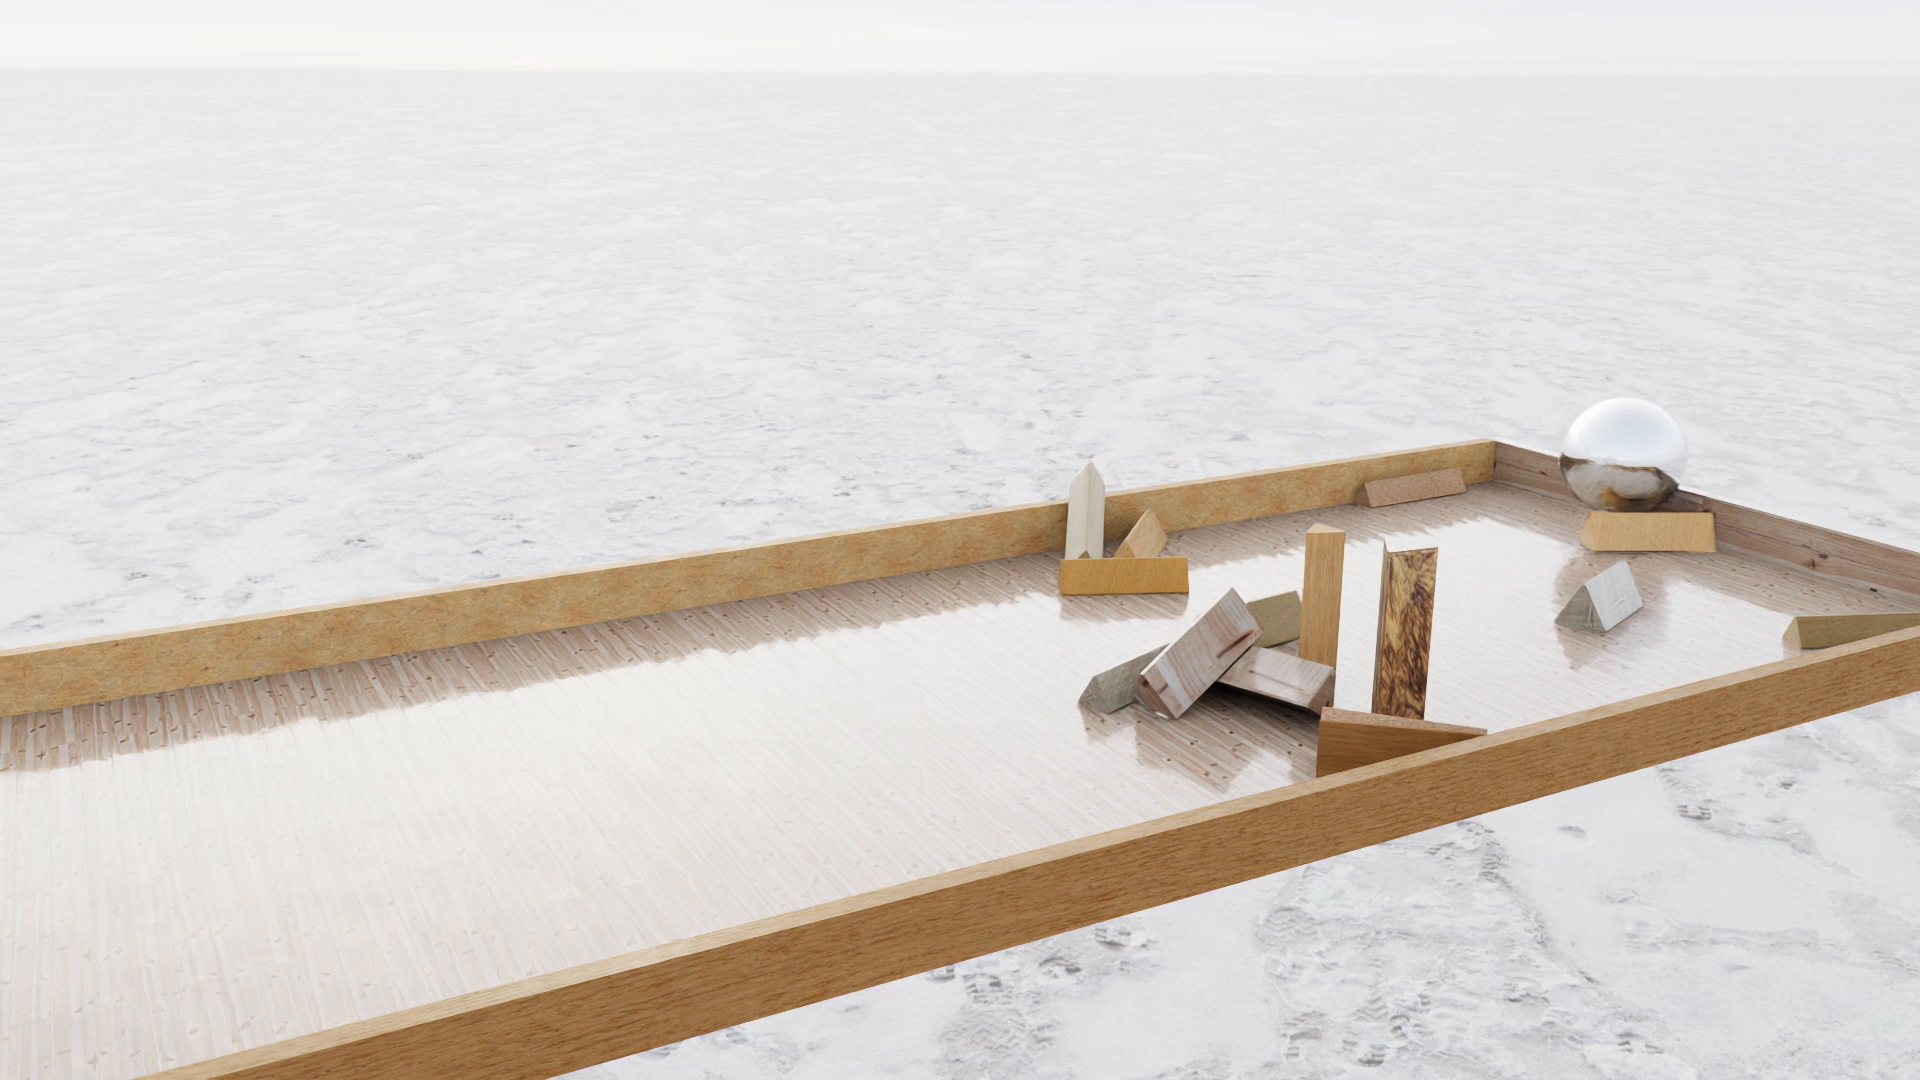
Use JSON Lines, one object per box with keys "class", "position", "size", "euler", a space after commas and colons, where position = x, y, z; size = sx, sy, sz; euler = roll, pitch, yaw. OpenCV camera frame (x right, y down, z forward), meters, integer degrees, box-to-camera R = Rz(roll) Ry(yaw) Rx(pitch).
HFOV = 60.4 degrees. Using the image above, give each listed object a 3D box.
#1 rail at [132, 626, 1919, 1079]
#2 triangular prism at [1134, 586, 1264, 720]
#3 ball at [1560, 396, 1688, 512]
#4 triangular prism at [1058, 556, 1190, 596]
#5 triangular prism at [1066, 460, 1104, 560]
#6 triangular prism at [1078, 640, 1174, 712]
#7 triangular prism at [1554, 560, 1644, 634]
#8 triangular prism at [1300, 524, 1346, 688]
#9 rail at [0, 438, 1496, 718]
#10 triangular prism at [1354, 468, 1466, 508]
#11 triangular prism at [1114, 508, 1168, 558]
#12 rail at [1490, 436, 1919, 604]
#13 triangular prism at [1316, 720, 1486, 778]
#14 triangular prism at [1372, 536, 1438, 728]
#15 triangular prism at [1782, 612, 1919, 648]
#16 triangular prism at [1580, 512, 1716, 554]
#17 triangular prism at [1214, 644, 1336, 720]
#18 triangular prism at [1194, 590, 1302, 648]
{"class": "rail", "position": [-2.336, 1.006, 1.665], "size": [12.000, 0.150, 0.050], "euler": [-9, 18, -27]}
{"class": "triangular prism", "position": [0.563, 0.259, 3.976], "size": [0.334, 0.123, 0.142], "euler": [-41, 39, -23]}
{"class": "ball", "position": [2.159, -0.271, 5.370], "size": [0.390, 0.390, 0.390], "euler": [0, 16, 0]}
{"class": "triangular prism", "position": [0.480, 0.098, 4.848], "size": [0.375, 0.093, 0.107], "euler": [-1, 16, -4]}
{"class": "triangular prism", "position": [0.393, -0.074, 5.105], "size": [0.112, 0.097, 0.436], "euler": [6, 41, 2]}
{"class": "triangular prism", "position": [0.454, 0.322, 4.100], "size": [0.098, 0.085, 0.397], "euler": [15, 22, 40]}
{"class": "triangular prism", "position": [1.800, 0.148, 4.623], "size": [0.142, 0.123, 0.313], "euler": [13, 21, 38]}
{"class": "triangular prism", "position": [0.881, 0.163, 4.084], "size": [0.097, 0.404, 0.084], "euler": [-2, 16, -7]}
{"class": "rail", "position": [-3.305, 0.497, 3.399], "size": [12.000, 0.150, 0.050], "euler": [-9, 18, -27]}
{"class": "triangular prism", "position": [1.601, -0.191, 5.853], "size": [0.445, 0.081, 0.094], "euler": [-9, 19, -27]}
{"class": "triangular prism", "position": [0.555, -0.002, 5.159], "size": [0.125, 0.108, 0.403], "euler": [5, 17, 16]}
{"class": "rail", "position": [2.466, -0.048, 5.253], "size": [0.050, 0.150, 2.100], "euler": [-9, 18, -27]}
{"class": "triangular prism", "position": [0.957, 0.459, 3.576], "size": [0.355, 0.116, 0.134], "euler": [4, 16, 13]}
{"class": "triangular prism", "position": [1.008, 0.216, 3.843], "size": [0.132, 0.439, 0.114], "euler": [-6, 17, -19]}
{"class": "triangular prism", "position": [2.443, 0.233, 4.418], "size": [0.443, 0.076, 0.088], "euler": [-2, 16, -5]}
{"class": "triangular prism", "position": [2.193, -0.034, 5.248], "size": [0.388, 0.113, 0.131], "euler": [1, 17, -1]}
{"class": "triangular prism", "position": [0.719, 0.315, 3.985], "size": [0.387, 0.114, 0.132], "euler": [15, -10, 41]}
{"class": "triangular prism", "position": [0.766, 0.219, 4.399], "size": [0.365, 0.113, 0.130], "euler": [-11, 20, -34]}
